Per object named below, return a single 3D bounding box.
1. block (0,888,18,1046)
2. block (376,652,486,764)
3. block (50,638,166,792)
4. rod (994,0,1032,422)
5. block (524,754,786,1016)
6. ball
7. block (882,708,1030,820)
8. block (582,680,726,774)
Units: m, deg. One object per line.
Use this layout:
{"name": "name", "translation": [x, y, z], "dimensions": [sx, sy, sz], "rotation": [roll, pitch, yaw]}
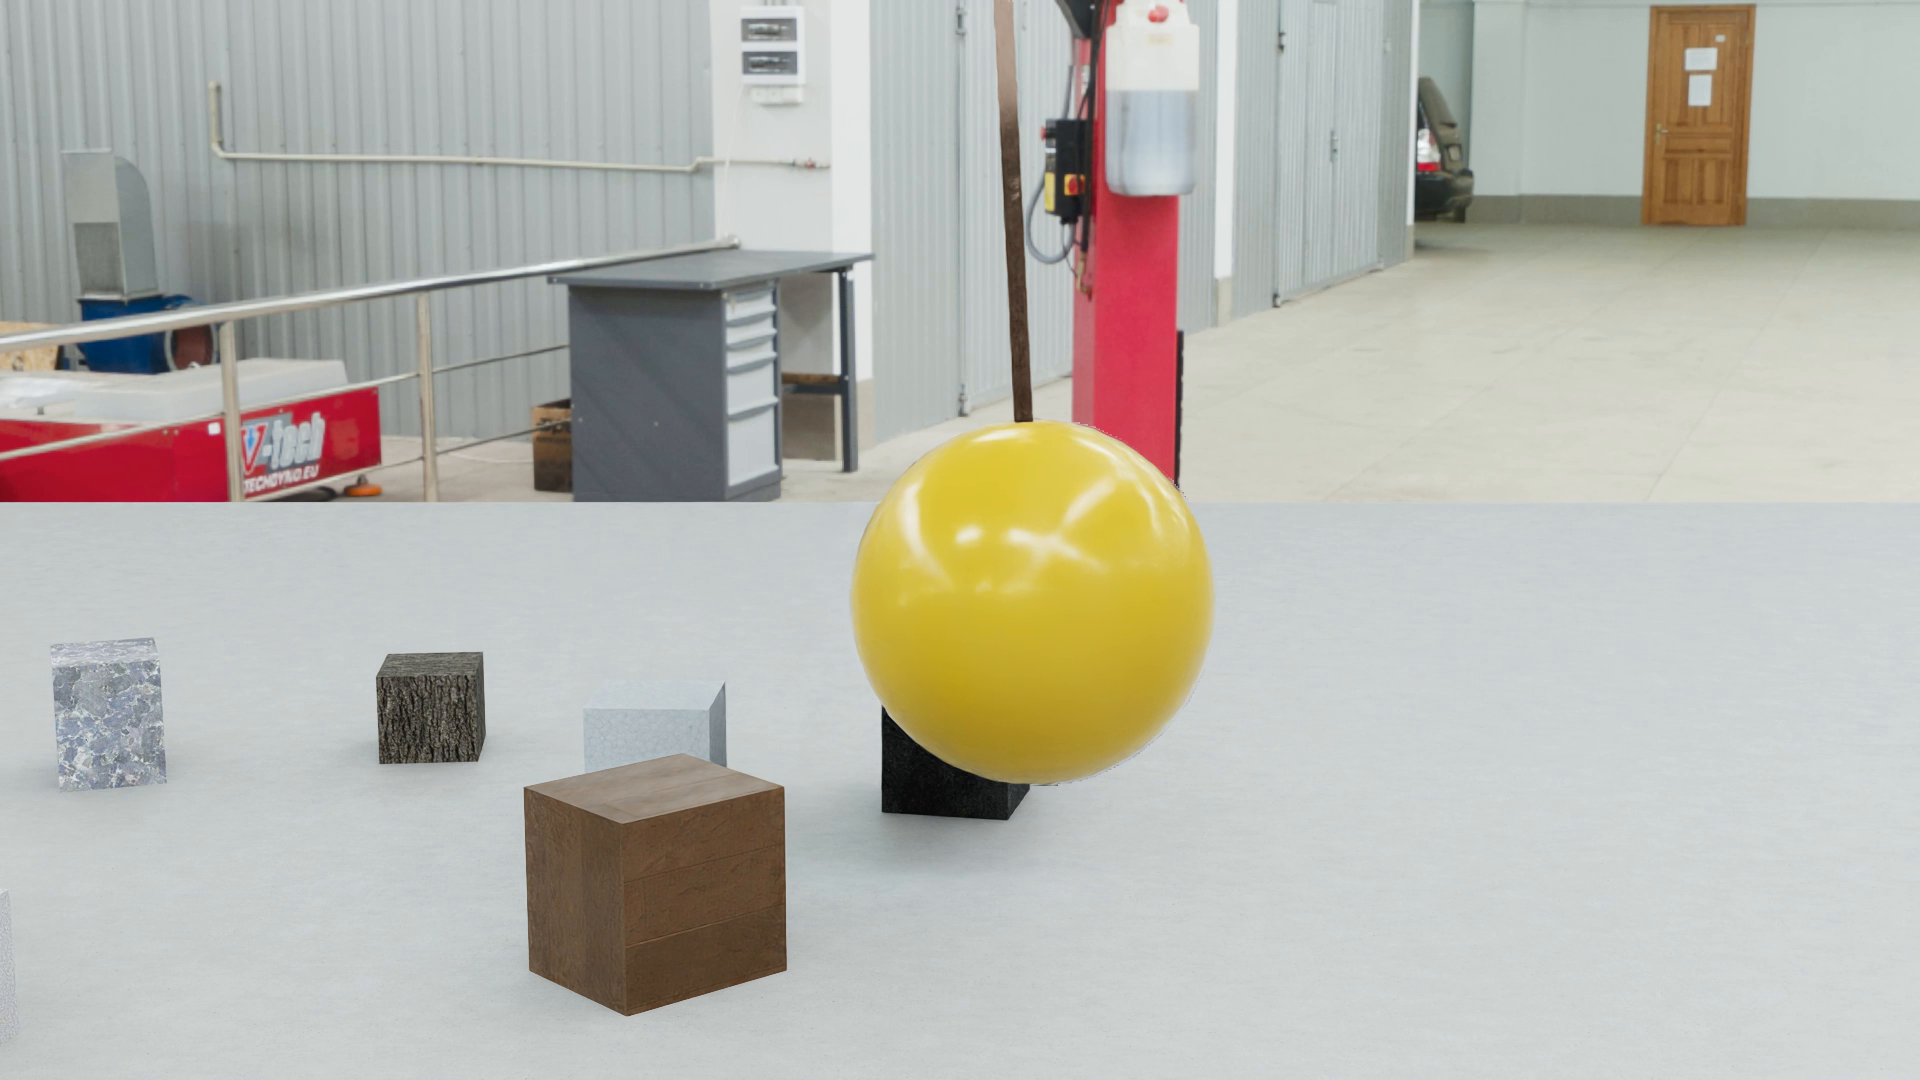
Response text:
{"name": "block", "translation": [-3.853, 1.601, 9.206], "dimensions": [0.643, 0.555, 0.626], "rotation": [1, 10, 8]}
{"name": "block", "translation": [-2.769, 0.876, 13.460], "dimensions": [0.501, 0.461, 0.539], "rotation": [-1, 10, -6]}
{"name": "block", "translation": [-4.309, 0.876, 12.975], "dimensions": [0.506, 0.634, 0.560], "rotation": [-4, 11, -20]}
{"name": "rod", "translation": [0.137, -3.072, 10.622], "dimensions": [0.080, 5.200, 0.080], "rotation": [-3, 10, 1]}
{"name": "block", "translation": [-1.197, 1.337, 10.106], "dimensions": [0.764, 0.754, 0.678], "rotation": [-9, 14, -41]}
{"name": "ball", "translation": [0.316, 0.269, 11.229], "dimensions": [1.600, 1.600, 1.600], "rotation": [0, 10, 0]}
{"name": "block", "translation": [-0.013, 0.983, 12.507], "dimensions": [0.618, 0.590, 0.574], "rotation": [2, 11, 12]}
{"name": "block", "translation": [-1.434, 1.032, 12.150], "dimensions": [0.583, 0.622, 0.574], "rotation": [0, 10, 2]}
